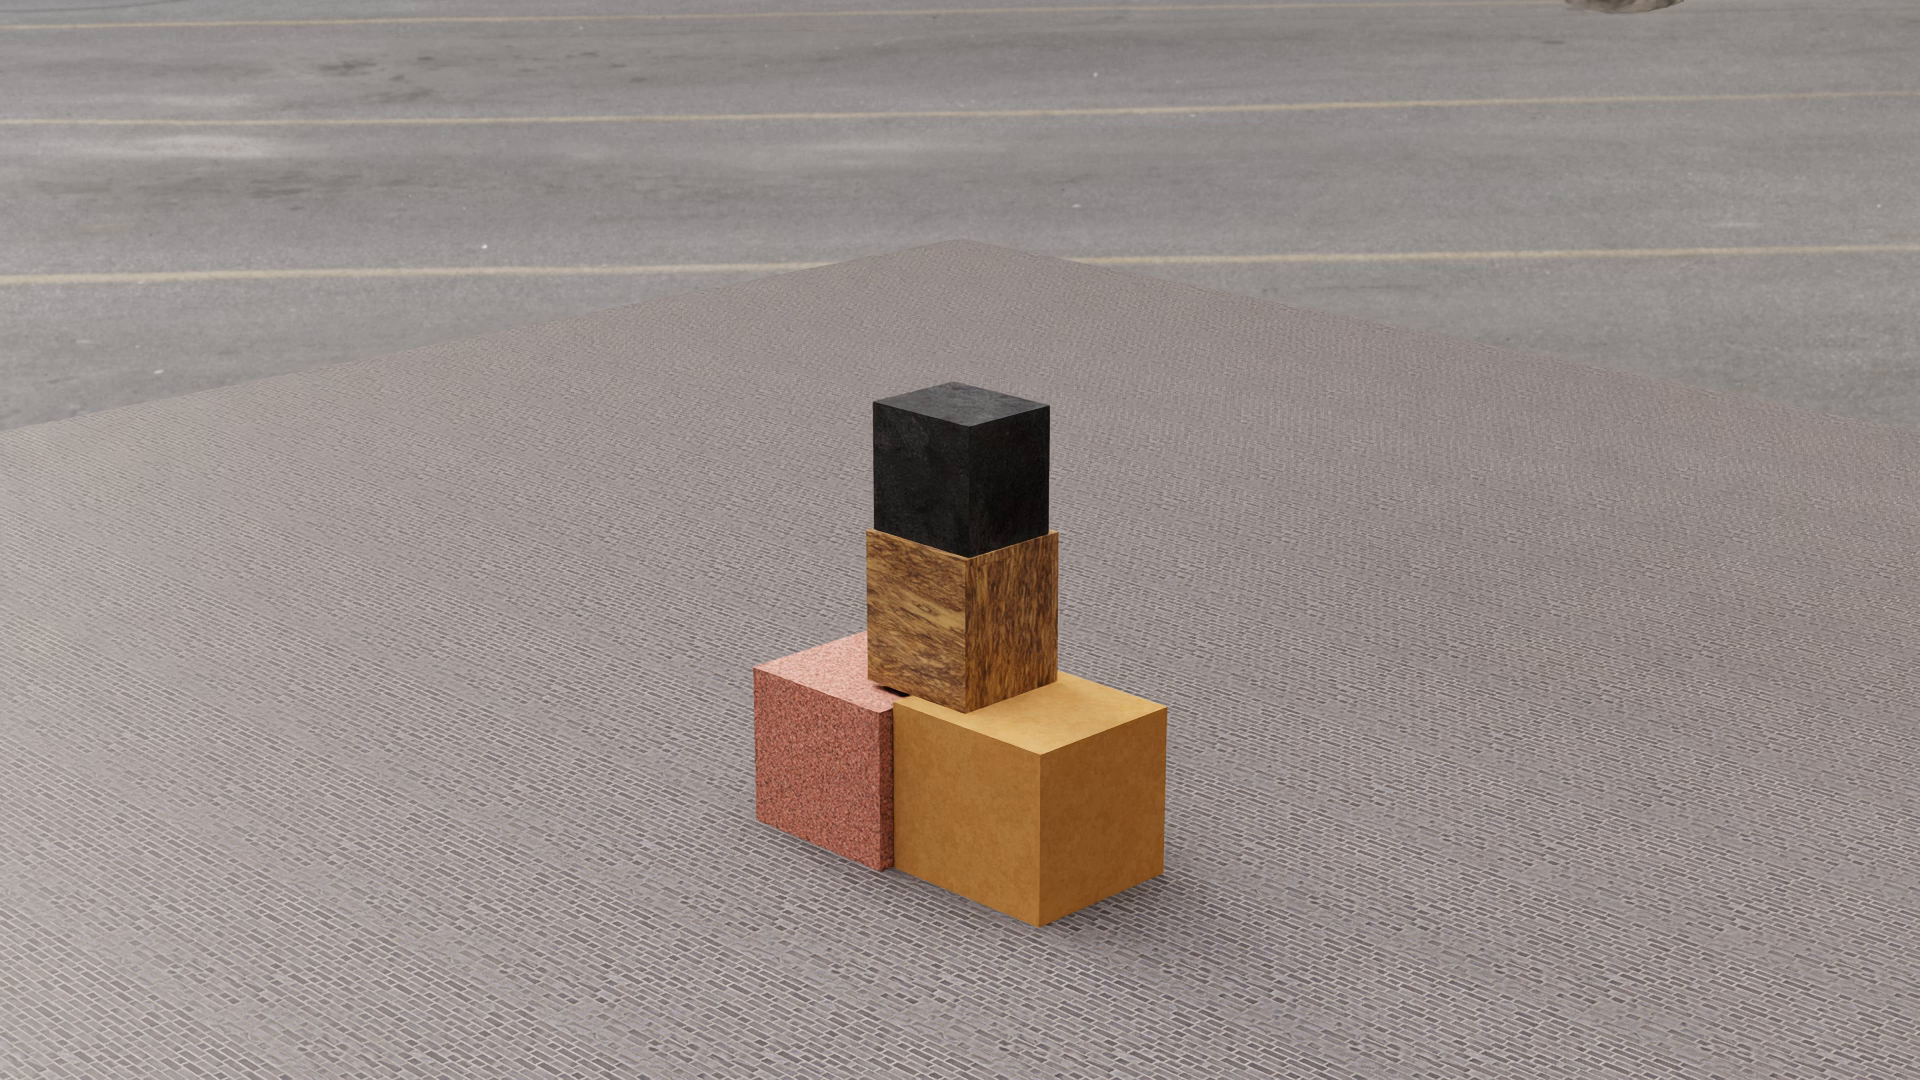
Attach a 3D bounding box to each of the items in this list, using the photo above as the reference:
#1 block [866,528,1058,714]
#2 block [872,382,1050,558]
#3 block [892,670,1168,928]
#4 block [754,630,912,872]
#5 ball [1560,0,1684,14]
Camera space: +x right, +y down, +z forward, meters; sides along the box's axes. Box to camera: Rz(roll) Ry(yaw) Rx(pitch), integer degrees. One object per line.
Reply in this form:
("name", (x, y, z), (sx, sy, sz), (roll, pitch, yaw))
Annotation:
("block", (0.011, 0.304, 13.449), (0.603, 0.722, 0.638), (-17, 24, -42))
("block", (0.005, -0.326, 13.244), (0.514, 0.603, 0.611), (-17, 24, -42))
("block", (0.315, 1.132, 13.381), (0.830, 0.817, 0.922), (-17, 24, -42))
("block", (-0.343, 0.964, 13.976), (0.930, 0.780, 0.863), (-17, 24, -42))
("ball", (3.645, -3.682, 16.005), (1.600, 1.600, 1.600), (0, 17, 0))
